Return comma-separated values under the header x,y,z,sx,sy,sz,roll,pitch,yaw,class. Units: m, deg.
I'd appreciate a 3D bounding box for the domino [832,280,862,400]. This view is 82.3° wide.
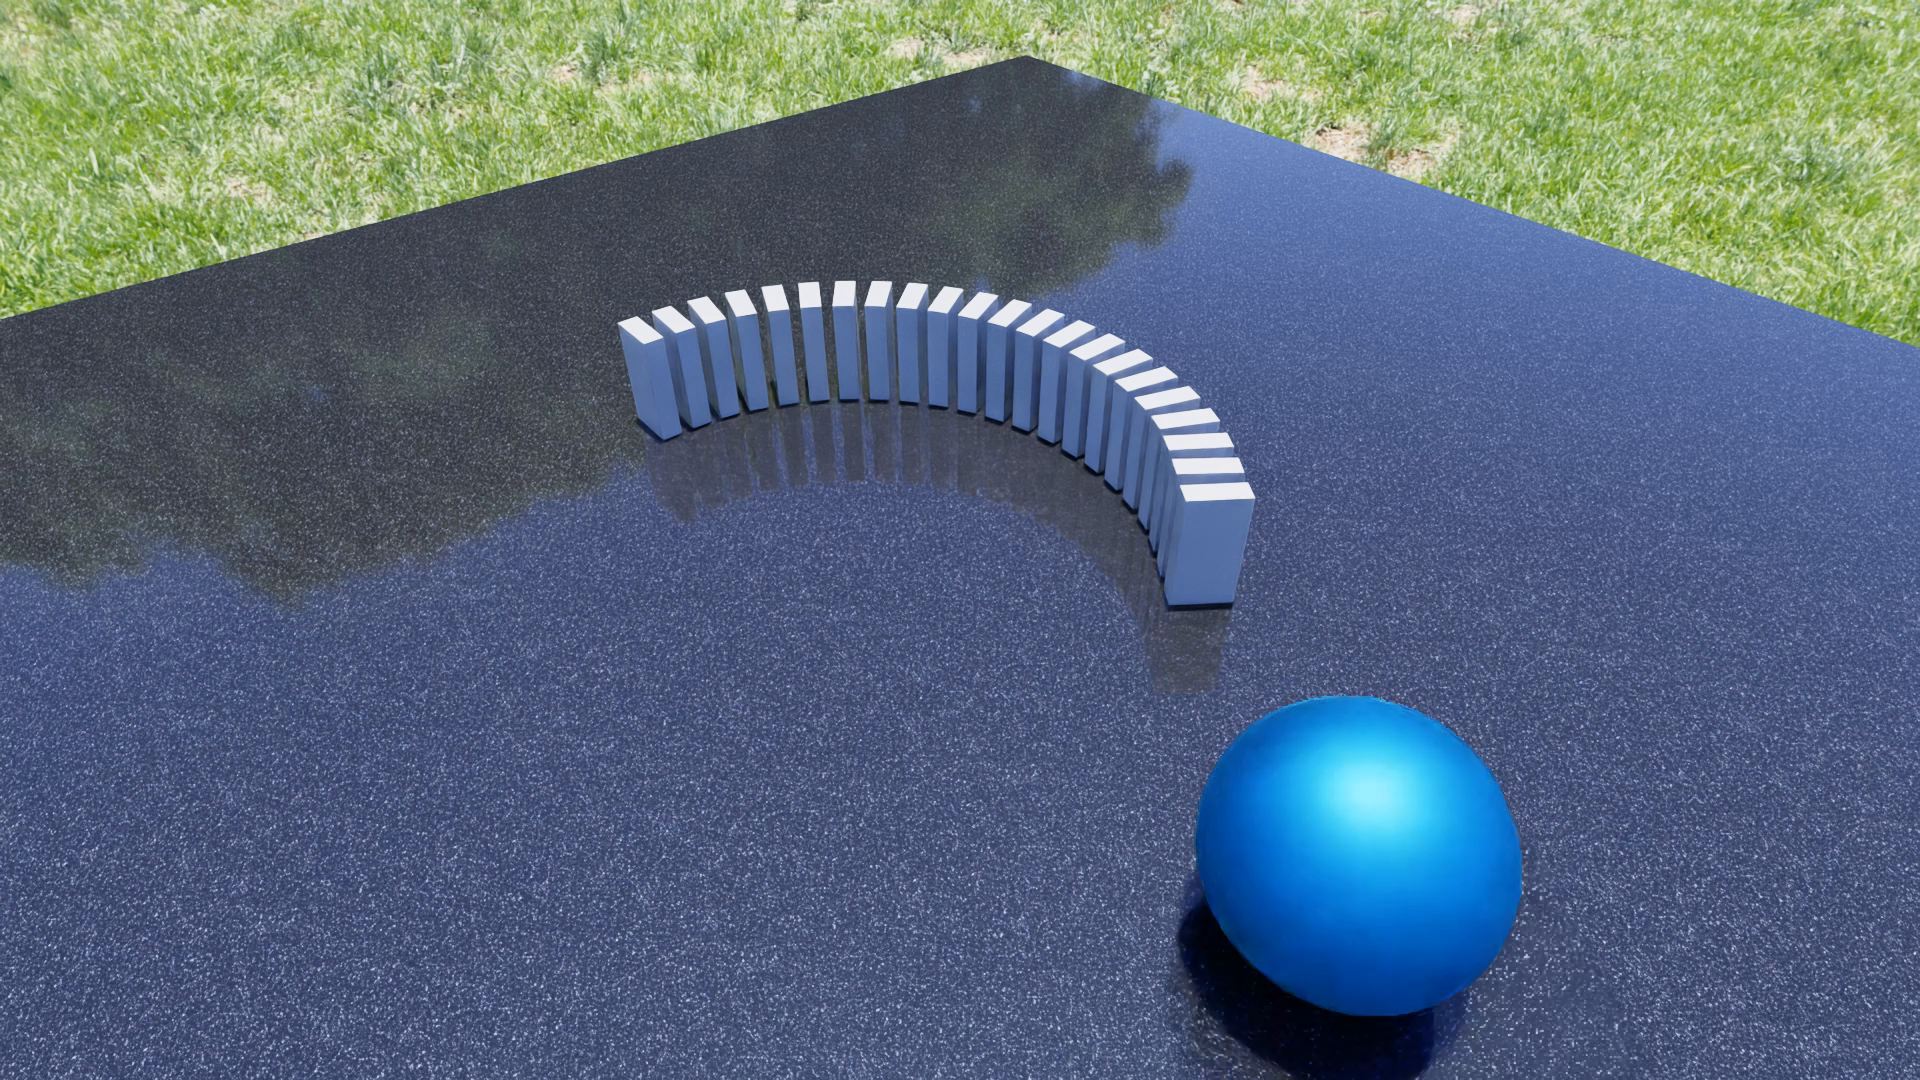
x,y,z,sx,sy,sz,roll,pitch,yaw,class
-0.054,-0.096,0.528,0.010,0.050,0.025,-1,39,-1,domino

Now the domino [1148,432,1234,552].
x,y,z,sx,sy,sz,roll,pitch,yaw,class
0.091,-0.018,0.434,0.025,0.050,0.009,-3,39,-4,domino

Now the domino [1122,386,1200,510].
x,y,z,sx,sy,sz,roll,pitch,yaw,class
0.083,-0.038,0.458,0.025,0.050,0.010,-14,41,-16,domino

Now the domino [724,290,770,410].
x,y,z,sx,sy,sz,roll,pitch,yaw,class
-0.101,-0.090,0.521,0.010,0.050,0.025,-14,41,-16,domino

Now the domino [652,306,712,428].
x,y,z,sx,sy,sz,roll,pitch,yaw,class
-0.129,-0.080,0.509,0.009,0.050,0.025,-25,46,-28,domino

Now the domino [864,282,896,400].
x,y,z,sx,sy,sz,roll,pitch,yaw,class
-0.038,-0.095,0.528,0.010,0.050,0.025,3,39,3,domino

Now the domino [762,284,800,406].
x,y,z,sx,sy,sz,roll,pitch,yaw,class
-0.086,-0.093,0.525,0.010,0.050,0.025,-10,40,-12,domino

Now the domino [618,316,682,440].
x,y,z,sx,sy,sz,roll,pitch,yaw,class
-0.141,-0.073,0.501,0.009,0.050,0.025,-28,47,-30,domino

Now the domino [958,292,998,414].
x,y,z,sx,sy,sz,roll,pitch,yaw,class
0.008,-0.088,0.519,0.010,0.050,0.025,16,42,18,domino

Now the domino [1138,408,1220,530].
x,y,z,sx,sy,sz,roll,pitch,yaw,class
0.088,-0.028,0.446,0.025,0.050,0.009,-8,40,-10,domino

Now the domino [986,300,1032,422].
x,y,z,sx,sy,sz,roll,pitch,yaw,class
0.023,-0.083,0.513,0.009,0.050,0.025,20,43,23,domino

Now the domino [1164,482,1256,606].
x,y,z,sx,sy,sz,roll,pitch,yaw,class
0.092,0.002,0.409,0.025,0.050,0.009,-3,39,-3,domino

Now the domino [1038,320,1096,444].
x,y,z,sx,sy,sz,roll,pitch,yaw,class
0.048,-0.071,0.499,0.009,0.050,0.025,31,48,32,domino

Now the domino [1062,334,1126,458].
x,y,z,sx,sy,sz,roll,pitch,yaw,class
0.059,-0.064,0.490,0.025,0.050,0.009,-28,47,-30,domino

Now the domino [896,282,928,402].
x,y,z,sx,sy,sz,roll,pitch,yaw,class
-0.022,-0.094,0.526,0.009,0.050,0.025,7,40,8,domino

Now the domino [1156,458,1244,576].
x,y,z,sx,sy,sz,roll,pitch,yaw,class
0.091,-0.008,0.421,0.025,0.050,0.010,-1,39,-1,domino

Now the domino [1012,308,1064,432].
x,y,z,sx,sy,sz,roll,pitch,yaw,class
0.036,-0.078,0.507,0.010,0.050,0.025,26,46,28,domino

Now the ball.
x,y,z,sx,sy,sz,roll,pitch,yaw,class
0.103,0.082,0.288,0.080,0.080,0.080,0,39,0,ball

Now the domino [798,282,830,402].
x,y,z,sx,sy,sz,roll,pitch,yaw,class
-0.070,-0.095,0.527,0.009,0.050,0.025,-6,40,-7,domino

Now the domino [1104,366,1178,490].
x,y,z,sx,sy,sz,roll,pitch,yaw,class
0.077,-0.047,0.469,0.025,0.050,0.009,-18,43,-21,domino

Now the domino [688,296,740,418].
x,y,z,sx,sy,sz,roll,pitch,yaw,class
-0.115,-0.085,0.516,0.009,0.050,0.025,-20,43,-23,domino

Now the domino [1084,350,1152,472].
x,y,z,sx,sy,sz,roll,pitch,yaw,class
0.069,-0.056,0.480,0.025,0.050,0.009,-23,45,-25,domino

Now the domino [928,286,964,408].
x,y,z,sx,sy,sz,roll,pitch,yaw,class
-0.007,-0.092,0.523,0.009,0.050,0.025,11,41,14,domino
